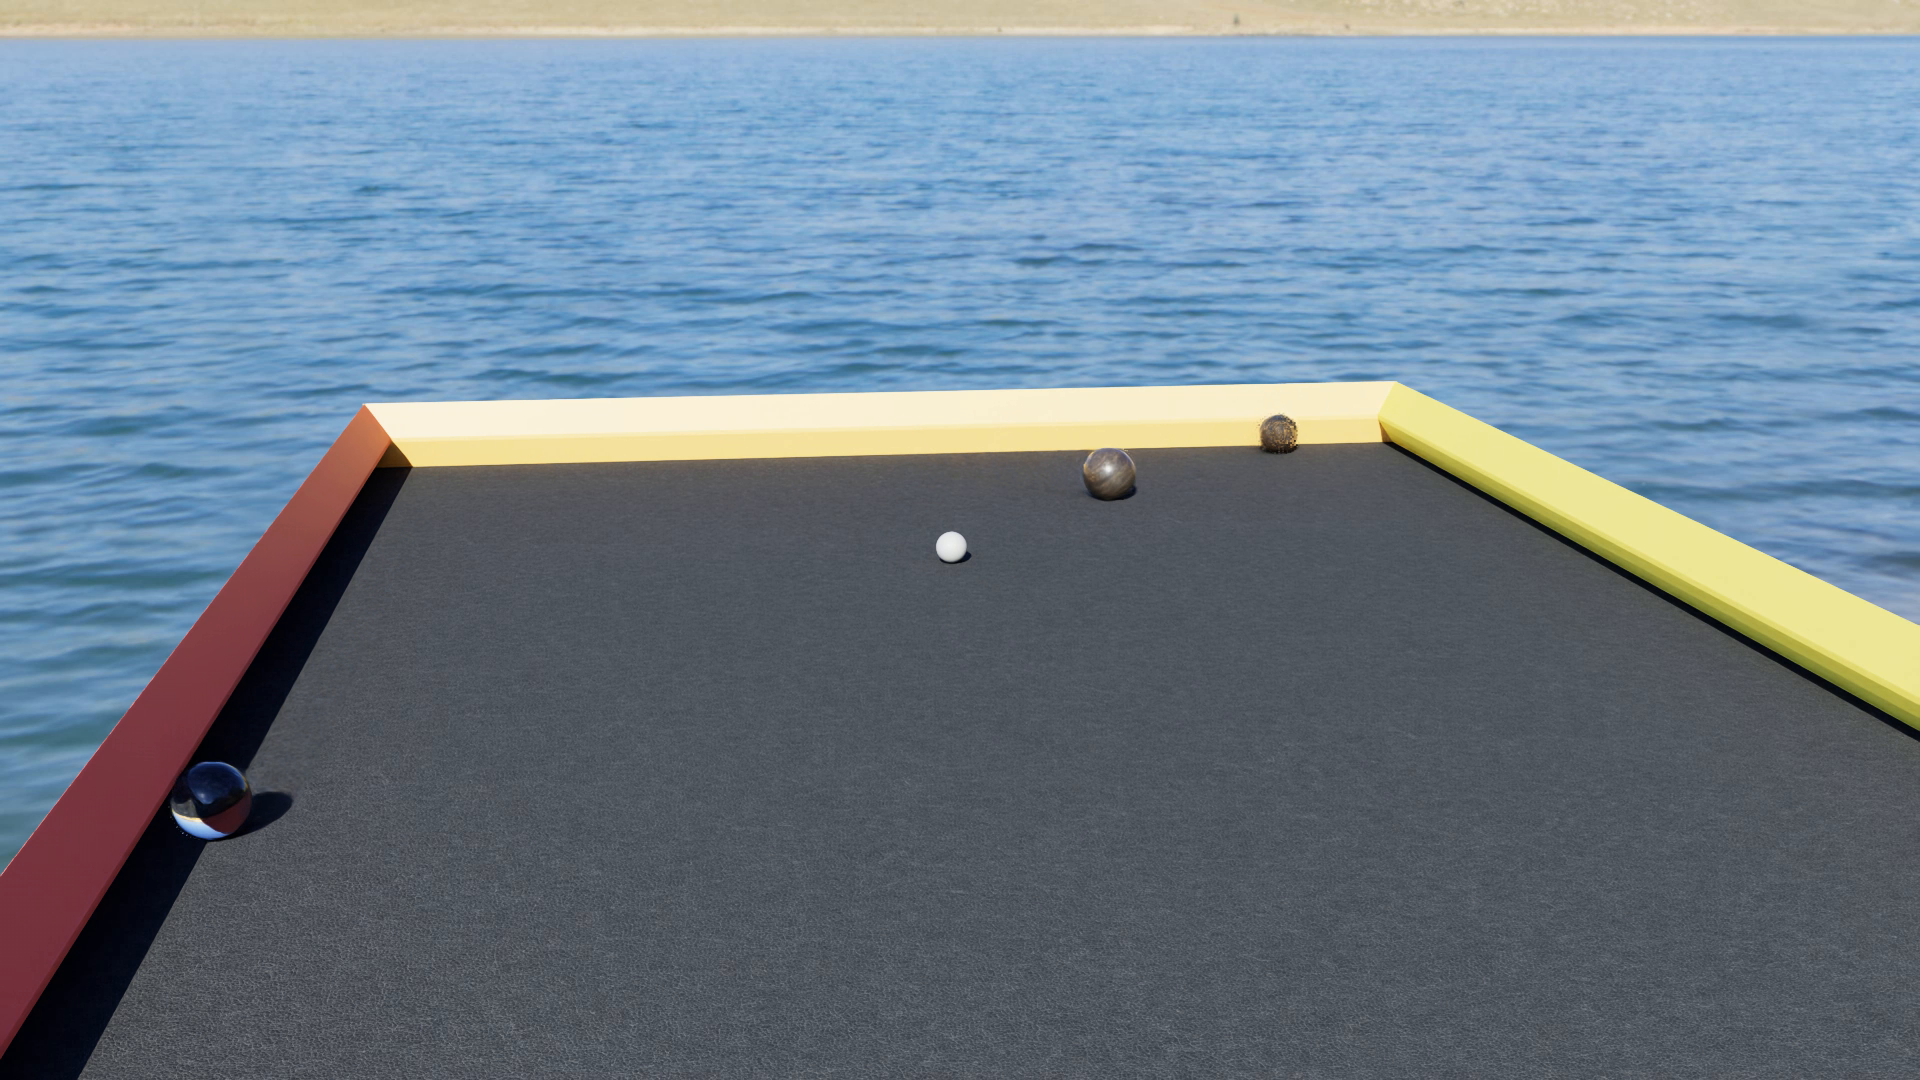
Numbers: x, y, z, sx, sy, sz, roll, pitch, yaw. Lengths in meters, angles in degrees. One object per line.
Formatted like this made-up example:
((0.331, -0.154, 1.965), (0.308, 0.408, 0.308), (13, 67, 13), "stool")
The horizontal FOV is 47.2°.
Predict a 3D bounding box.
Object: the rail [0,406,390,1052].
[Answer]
((-0.724, 0.179, 2.042), (0.045, 0.103, 3.128), (-2, 13, -8), "rail")

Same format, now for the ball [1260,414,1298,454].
((0.533, -0.178, 3.679), (0.065, 0.065, 0.065), (0, 13, 0), "ball")

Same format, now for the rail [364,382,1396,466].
((-0.103, -0.189, 3.641), (1.724, 0.103, 0.045), (-2, 13, -8), "rail")

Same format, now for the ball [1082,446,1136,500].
((0.224, -0.100, 3.310), (0.079, 0.079, 0.079), (0, 13, 0), "ball")

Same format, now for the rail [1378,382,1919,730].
((0.937, 0.127, 2.265), (0.045, 0.103, 3.128), (-2, 13, -8), "rail")

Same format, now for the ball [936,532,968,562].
((-0.011, 0.010, 2.917), (0.041, 0.041, 0.041), (0, 13, 0), "ball")

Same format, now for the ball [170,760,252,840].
((-0.652, 0.227, 1.916), (0.068, 0.068, 0.068), (0, 13, 0), "ball")
